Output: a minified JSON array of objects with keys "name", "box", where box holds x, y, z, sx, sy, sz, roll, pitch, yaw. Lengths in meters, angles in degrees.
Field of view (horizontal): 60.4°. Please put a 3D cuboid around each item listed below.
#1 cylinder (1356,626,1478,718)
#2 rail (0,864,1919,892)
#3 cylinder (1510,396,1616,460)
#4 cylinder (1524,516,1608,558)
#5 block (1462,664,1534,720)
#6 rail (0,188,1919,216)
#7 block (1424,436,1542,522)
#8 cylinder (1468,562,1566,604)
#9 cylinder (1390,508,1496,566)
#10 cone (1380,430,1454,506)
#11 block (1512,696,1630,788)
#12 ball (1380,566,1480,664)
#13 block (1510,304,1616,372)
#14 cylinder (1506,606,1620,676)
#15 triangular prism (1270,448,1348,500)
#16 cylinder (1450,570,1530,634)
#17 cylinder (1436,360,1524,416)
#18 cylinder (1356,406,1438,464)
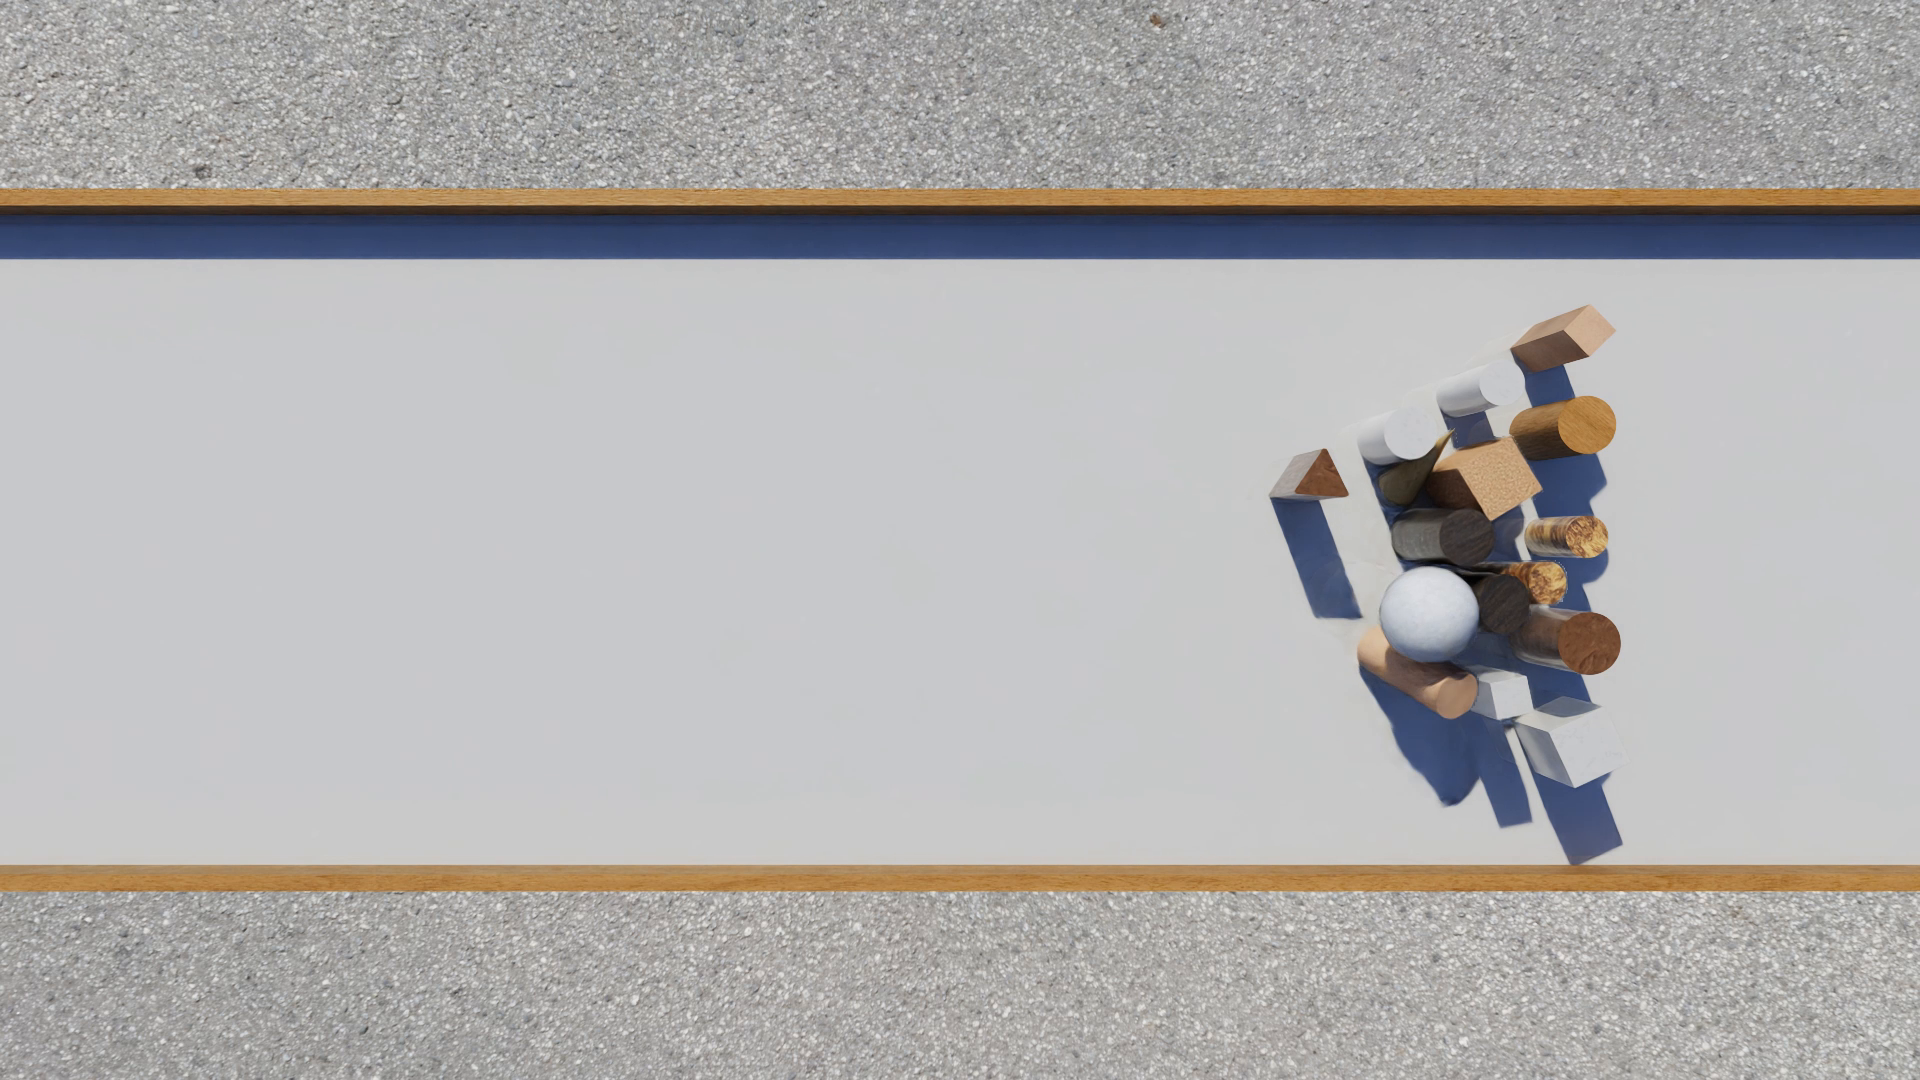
[{"name":"cylinder","box":[1.347,0.386,4.881,0.147,0.369,0.147,-9,112,-22]},{"name":"rail","box":[-2.247,1.025,5.001,12.000,0.150,0.050,0,90,0]},{"name":"cylinder","box":[1.772,-0.326,4.868,0.165,0.417,0.165,0,90,0]},{"name":"cylinder","box":[1.797,-0.009,4.900,0.121,0.353,0.121,0,90,0]},{"name":"block","box":[1.559,0.446,4.867,0.105,0.419,0.105,-12,90,0]},{"name":"rail","box":[-2.247,-1.025,5.002,12.000,0.150,0.050,0,90,0]},{"name":"block","box":[1.534,-0.172,4.884,0.178,0.381,0.178,-31,90,-1]},{"name":"cylinder","box":[1.648,0.127,4.905,0.125,0.320,0.125,0,89,-17]},{"name":"cylinder","box":[1.422,-0.011,4.874,0.165,0.391,0.165,0,91,-5]},{"name":"cone","box":[1.385,-0.240,4.904,0.128,0.331,0.128,9,57,-14]},{"name":"block","box":[1.814,0.597,4.913,0.177,0.326,0.177,-25,90,0]},{"name":"ball","box":[1.334,0.212,4.690,0.276,0.276,0.276,0,90,0]},{"name":"block","box":[1.766,-0.588,4.850,0.105,0.453,0.105,-44,90,0]},{"name":"cylinder","box":[1.772,0.292,4.860,0.178,0.433,0.178,0,90,0]},{"name":"triangular prism","box":[1.030,-0.195,4.875,0.151,0.404,0.131,4,90,0]},{"name":"cylinder","box":[1.503,0.178,4.883,0.171,0.350,0.171,-1,92,-18]},{"name":"cylinder","box":[1.530,-0.443,4.866,0.129,0.422,0.129,0,90,0]},{"name":"cylinder","box":[1.299,-0.309,4.915,0.154,0.323,0.154,0,90,0]}]
